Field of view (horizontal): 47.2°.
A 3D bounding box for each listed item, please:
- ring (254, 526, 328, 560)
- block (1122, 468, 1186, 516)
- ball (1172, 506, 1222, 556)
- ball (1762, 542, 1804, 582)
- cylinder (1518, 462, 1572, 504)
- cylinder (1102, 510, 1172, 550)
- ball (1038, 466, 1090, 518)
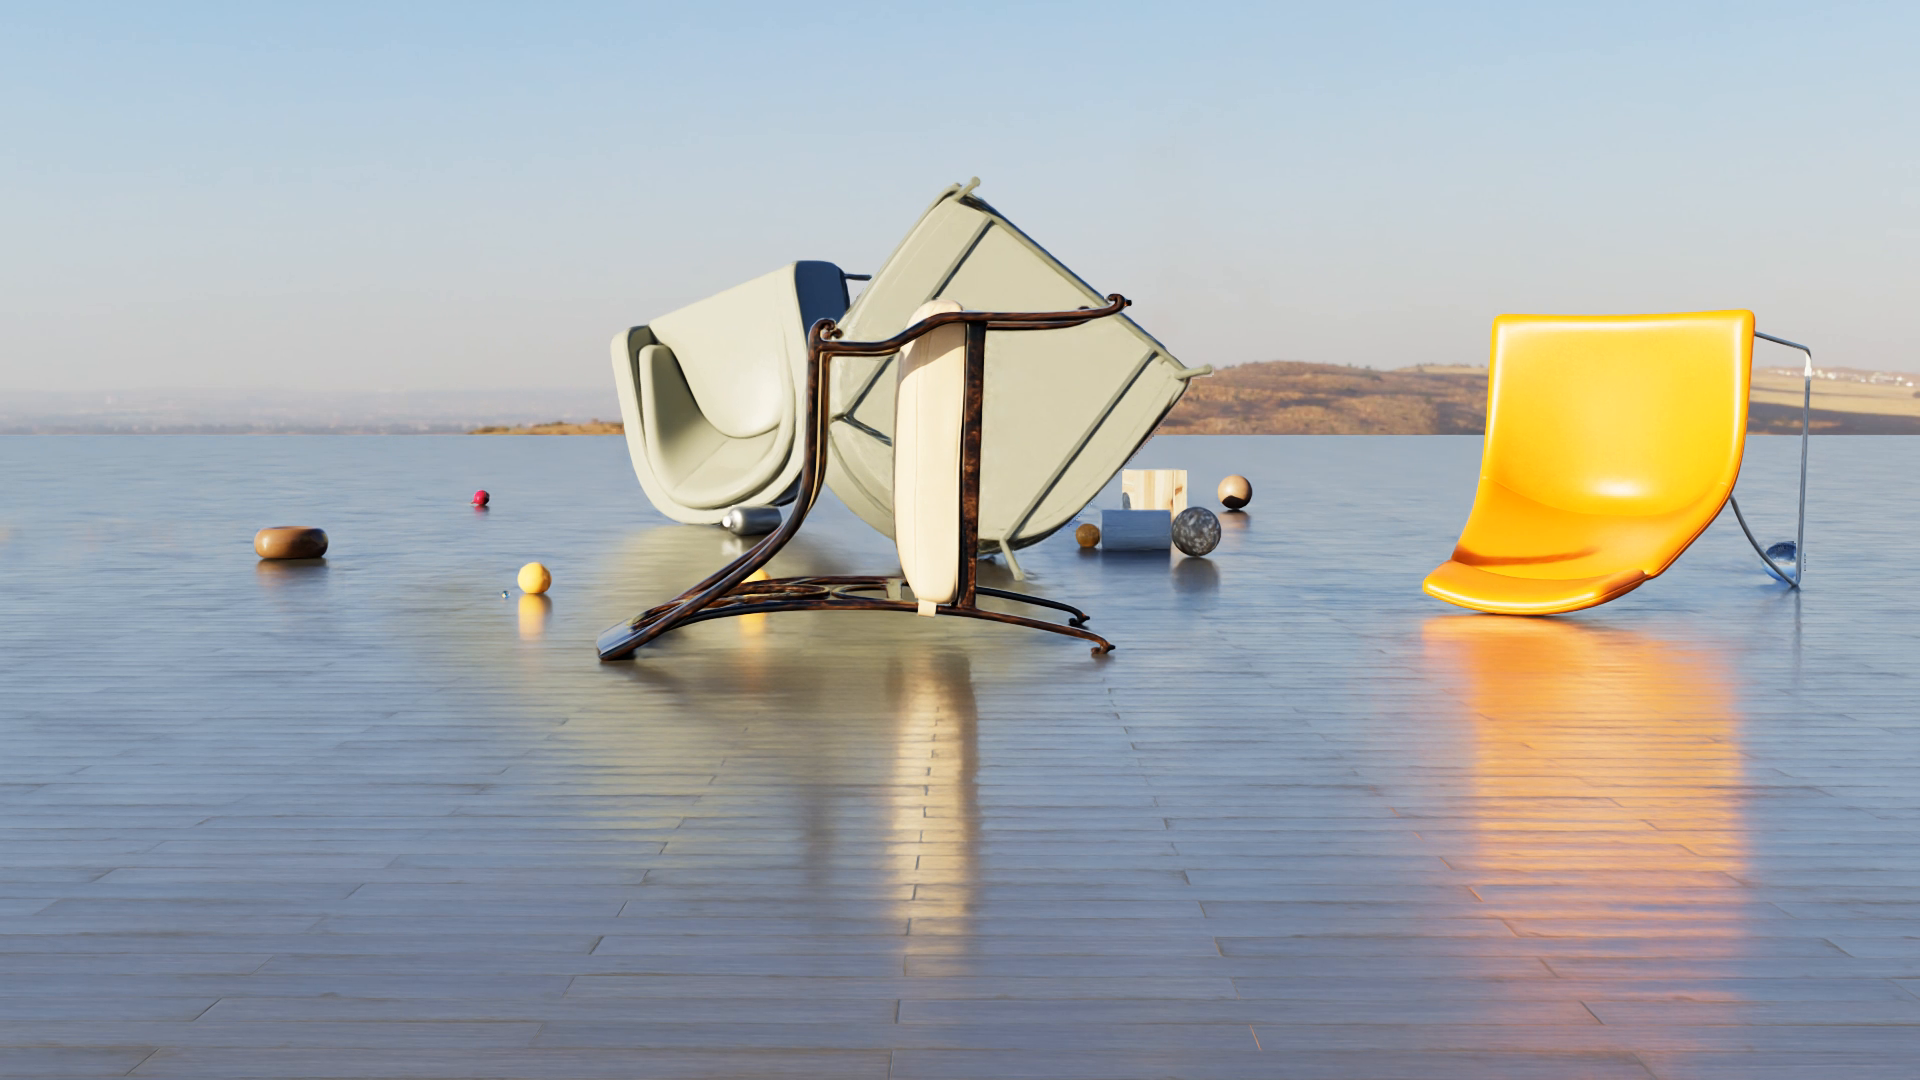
[{"bbox_3d":[-1.781,0.007,5.861,0.157,0.082,0.213,4,4,33],"label":"ring"},{"bbox_3d":[0.693,-0.170,7.843,0.190,0.161,0.165,-1,4,-11],"label":"block"},{"bbox_3d":[0.633,-0.022,5.893,0.134,0.134,0.134,0,4,0],"label":"ball"},{"bbox_3d":[1.925,0.051,5.142,0.092,0.092,0.092,0,4,0],"label":"ball"},{"bbox_3d":[2.293,-0.224,8.626,0.148,0.180,0.128,4,44,47],"label":"cylinder"},{"bbox_3d":[0.493,-0.030,6.155,0.192,0.123,0.091,0,-35,2],"label":"cylinder"},{"bbox_3d":[0.362,-0.167,7.678,0.177,0.177,0.177,0,4,0],"label":"ball"}]
